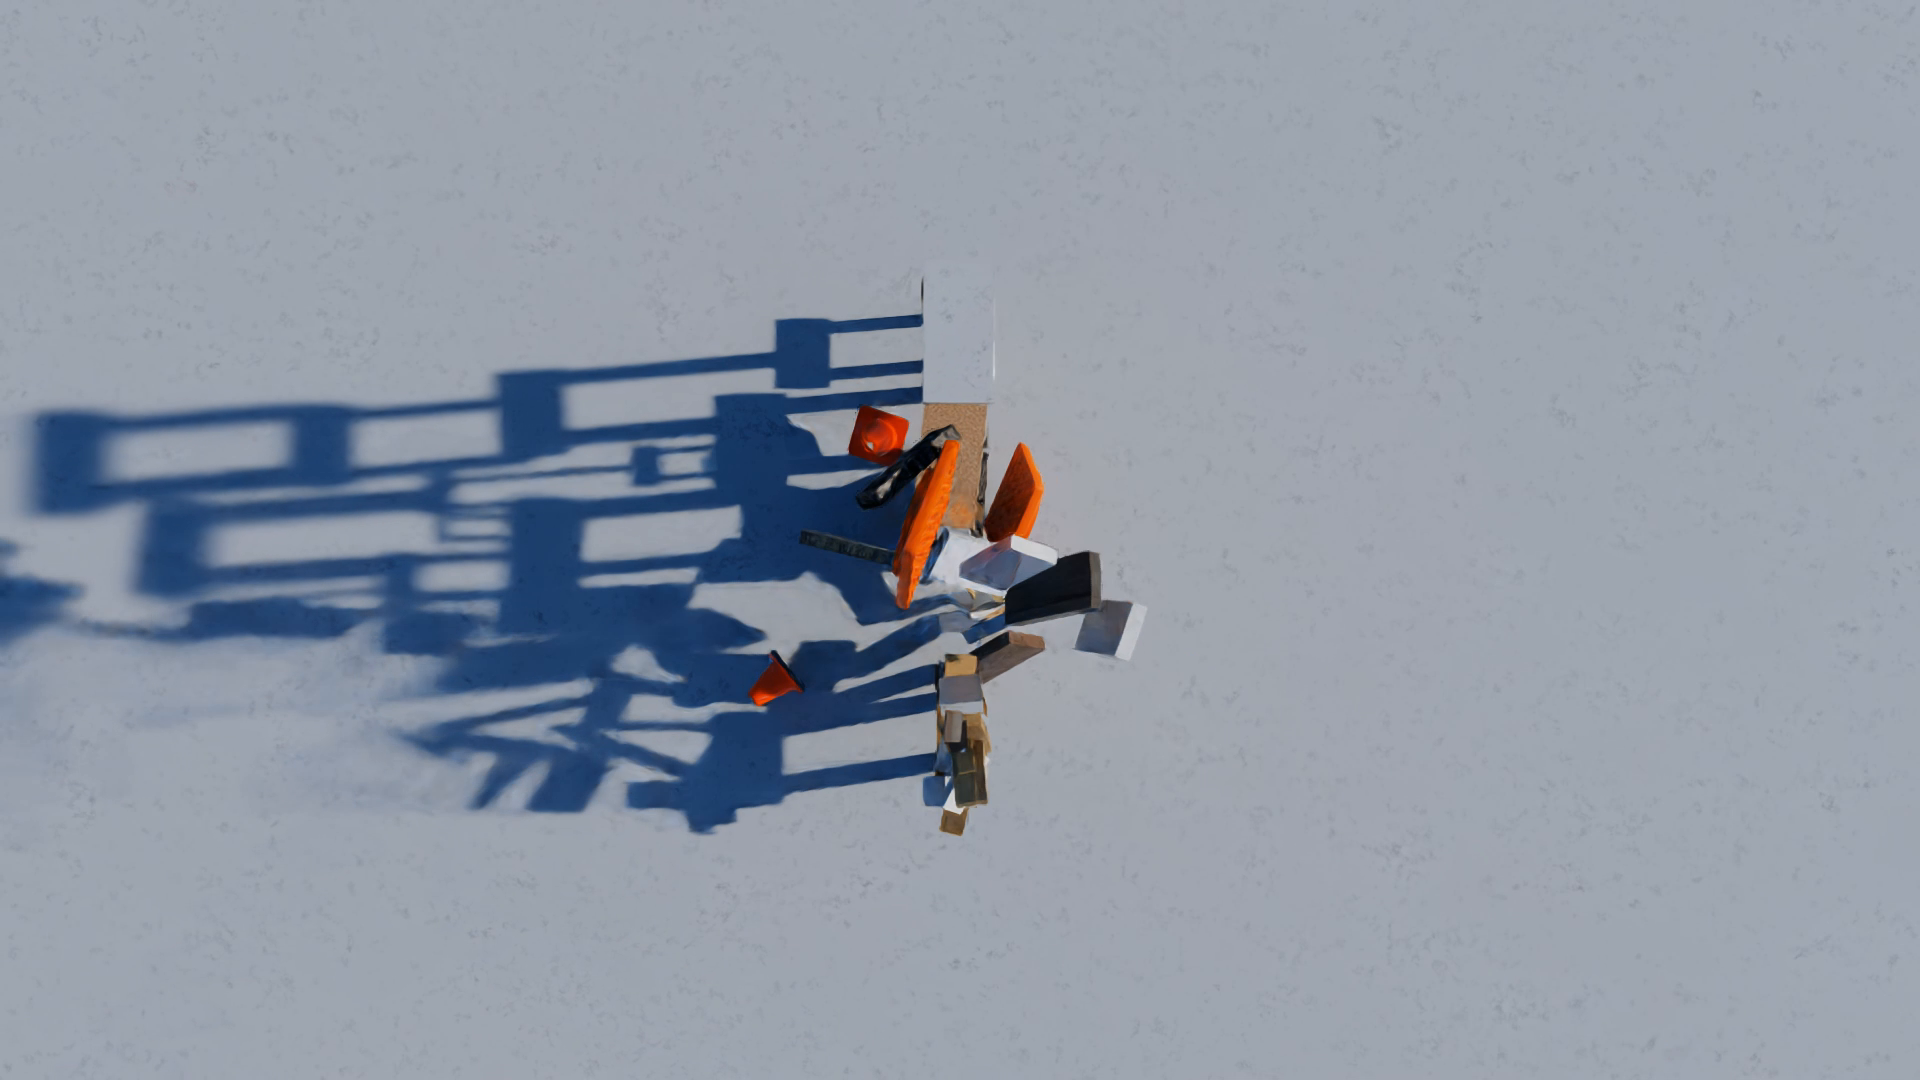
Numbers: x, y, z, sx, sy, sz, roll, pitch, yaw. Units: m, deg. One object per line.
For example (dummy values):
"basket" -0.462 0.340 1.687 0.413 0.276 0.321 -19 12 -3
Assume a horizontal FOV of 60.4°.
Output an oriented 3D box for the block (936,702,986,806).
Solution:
"block" 0.004 0.669 5.162 0.157 0.044 0.313 0 90 0

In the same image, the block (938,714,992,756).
"block" 0.016 0.569 4.810 0.123 0.247 0.035 -6 64 7

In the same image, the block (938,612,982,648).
"block" 0.006 0.335 5.396 0.125 0.249 0.035 -9 133 0

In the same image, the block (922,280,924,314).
"block" -0.009 -0.621 4.305 0.176 0.353 0.050 1 89 0

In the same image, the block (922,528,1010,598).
"block" 0.040 0.063 4.397 0.265 0.037 0.132 15 111 -36

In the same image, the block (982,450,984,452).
"block" -0.002 -0.393 5.170 0.154 0.044 0.308 0 90 0

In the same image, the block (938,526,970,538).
"block" -0.016 -0.027 4.631 0.091 0.026 0.182 4 90 4

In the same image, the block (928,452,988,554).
"block" -0.006 -0.102 4.851 0.158 0.045 0.315 4 90 -1

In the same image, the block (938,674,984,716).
"block" 0.002 0.451 4.813 0.123 0.247 0.035 -6 104 0

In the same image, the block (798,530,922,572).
"block" -0.316 0.035 5.335 0.396 0.150 0.043 13 92 30

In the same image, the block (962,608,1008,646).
"block" 0.160 0.223 5.001 0.301 0.150 0.043 -28 92 38

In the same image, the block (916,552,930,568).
"block" -0.084 0.060 4.455 0.060 0.121 0.017 11 77 7

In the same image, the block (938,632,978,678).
"block" -0.002 0.421 5.265 0.125 0.035 0.249 -2 75 0

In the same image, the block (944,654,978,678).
"block" -0.002 0.438 4.951 0.093 0.026 0.186 4 79 3

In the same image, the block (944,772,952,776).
"block" -0.012 0.711 5.111 0.074 0.021 0.148 4 81 0

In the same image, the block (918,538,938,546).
"block" -0.054 0.005 4.490 0.060 0.226 0.017 4 91 15

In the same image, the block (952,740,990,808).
"block" 0.029 0.675 4.768 0.094 0.027 0.187 -12 58 11

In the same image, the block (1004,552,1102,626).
"block" 0.252 0.137 4.544 0.311 0.044 0.156 -14 70 41

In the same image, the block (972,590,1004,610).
"block" 0.098 0.118 4.875 0.044 0.311 0.156 10 82 -9

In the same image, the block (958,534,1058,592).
"block" 0.119 0.060 4.145 0.132 0.265 0.037 19 65 -23

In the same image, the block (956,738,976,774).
"block" 0.015 0.626 4.769 0.050 0.014 0.099 -14 58 10

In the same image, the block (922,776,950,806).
"block" -0.067 0.774 5.083 0.027 0.187 0.094 -1 83 -23

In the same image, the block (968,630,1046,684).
"block" 0.105 0.367 5.093 0.301 0.150 0.043 -33 57 39

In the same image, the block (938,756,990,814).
"block" 0.010 0.714 4.878 0.027 0.094 0.187 27 88 41

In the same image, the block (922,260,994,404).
"block" -0.003 -0.516 4.104 0.176 0.050 0.353 0 90 0

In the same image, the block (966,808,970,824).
"block" -0.005 0.805 5.129 0.074 0.021 0.148 2 90 0

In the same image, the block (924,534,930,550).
"block" -0.030 -0.005 5.031 0.157 0.315 0.045 -7 90 -1

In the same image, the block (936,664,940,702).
"block" -0.016 0.477 5.379 0.125 0.249 0.035 -4 115 0

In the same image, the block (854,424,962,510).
"block" -0.125 -0.174 3.958 0.265 0.132 0.037 -42 102 -22

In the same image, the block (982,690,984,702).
"block" 0.003 0.554 5.342 0.157 0.313 0.044 -4 101 0

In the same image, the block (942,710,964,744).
"block" -0.020 0.527 4.663 0.050 0.014 0.099 6 118 1

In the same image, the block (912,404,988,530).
"block" -0.027 -0.197 4.269 0.162 0.046 0.324 6 89 2

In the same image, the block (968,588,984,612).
"block" 0.062 0.140 5.322 0.083 0.023 0.166 -31 94 -10

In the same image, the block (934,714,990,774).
"block" 0.004 0.615 4.982 0.123 0.291 0.035 14 48 1

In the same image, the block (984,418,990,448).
"block" -0.006 -0.297 4.484 0.162 0.377 0.046 5 88 3

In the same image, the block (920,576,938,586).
"block" -0.055 0.091 4.578 0.017 0.121 0.060 53 131 15

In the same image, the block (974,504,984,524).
"block" -0.027 -0.080 4.454 0.162 0.324 0.046 6 88 5

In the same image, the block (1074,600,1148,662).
"block" 0.419 0.251 4.631 0.044 0.311 0.156 22 83 -16

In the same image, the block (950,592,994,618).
"block" 0.037 0.211 5.409 0.083 0.166 0.023 -12 112 -21

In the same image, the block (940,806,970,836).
"block" -0.013 0.837 5.088 0.074 0.021 0.148 14 109 8

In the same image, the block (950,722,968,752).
"block" -0.005 0.561 4.698 0.049 0.014 0.099 -1 118 3
